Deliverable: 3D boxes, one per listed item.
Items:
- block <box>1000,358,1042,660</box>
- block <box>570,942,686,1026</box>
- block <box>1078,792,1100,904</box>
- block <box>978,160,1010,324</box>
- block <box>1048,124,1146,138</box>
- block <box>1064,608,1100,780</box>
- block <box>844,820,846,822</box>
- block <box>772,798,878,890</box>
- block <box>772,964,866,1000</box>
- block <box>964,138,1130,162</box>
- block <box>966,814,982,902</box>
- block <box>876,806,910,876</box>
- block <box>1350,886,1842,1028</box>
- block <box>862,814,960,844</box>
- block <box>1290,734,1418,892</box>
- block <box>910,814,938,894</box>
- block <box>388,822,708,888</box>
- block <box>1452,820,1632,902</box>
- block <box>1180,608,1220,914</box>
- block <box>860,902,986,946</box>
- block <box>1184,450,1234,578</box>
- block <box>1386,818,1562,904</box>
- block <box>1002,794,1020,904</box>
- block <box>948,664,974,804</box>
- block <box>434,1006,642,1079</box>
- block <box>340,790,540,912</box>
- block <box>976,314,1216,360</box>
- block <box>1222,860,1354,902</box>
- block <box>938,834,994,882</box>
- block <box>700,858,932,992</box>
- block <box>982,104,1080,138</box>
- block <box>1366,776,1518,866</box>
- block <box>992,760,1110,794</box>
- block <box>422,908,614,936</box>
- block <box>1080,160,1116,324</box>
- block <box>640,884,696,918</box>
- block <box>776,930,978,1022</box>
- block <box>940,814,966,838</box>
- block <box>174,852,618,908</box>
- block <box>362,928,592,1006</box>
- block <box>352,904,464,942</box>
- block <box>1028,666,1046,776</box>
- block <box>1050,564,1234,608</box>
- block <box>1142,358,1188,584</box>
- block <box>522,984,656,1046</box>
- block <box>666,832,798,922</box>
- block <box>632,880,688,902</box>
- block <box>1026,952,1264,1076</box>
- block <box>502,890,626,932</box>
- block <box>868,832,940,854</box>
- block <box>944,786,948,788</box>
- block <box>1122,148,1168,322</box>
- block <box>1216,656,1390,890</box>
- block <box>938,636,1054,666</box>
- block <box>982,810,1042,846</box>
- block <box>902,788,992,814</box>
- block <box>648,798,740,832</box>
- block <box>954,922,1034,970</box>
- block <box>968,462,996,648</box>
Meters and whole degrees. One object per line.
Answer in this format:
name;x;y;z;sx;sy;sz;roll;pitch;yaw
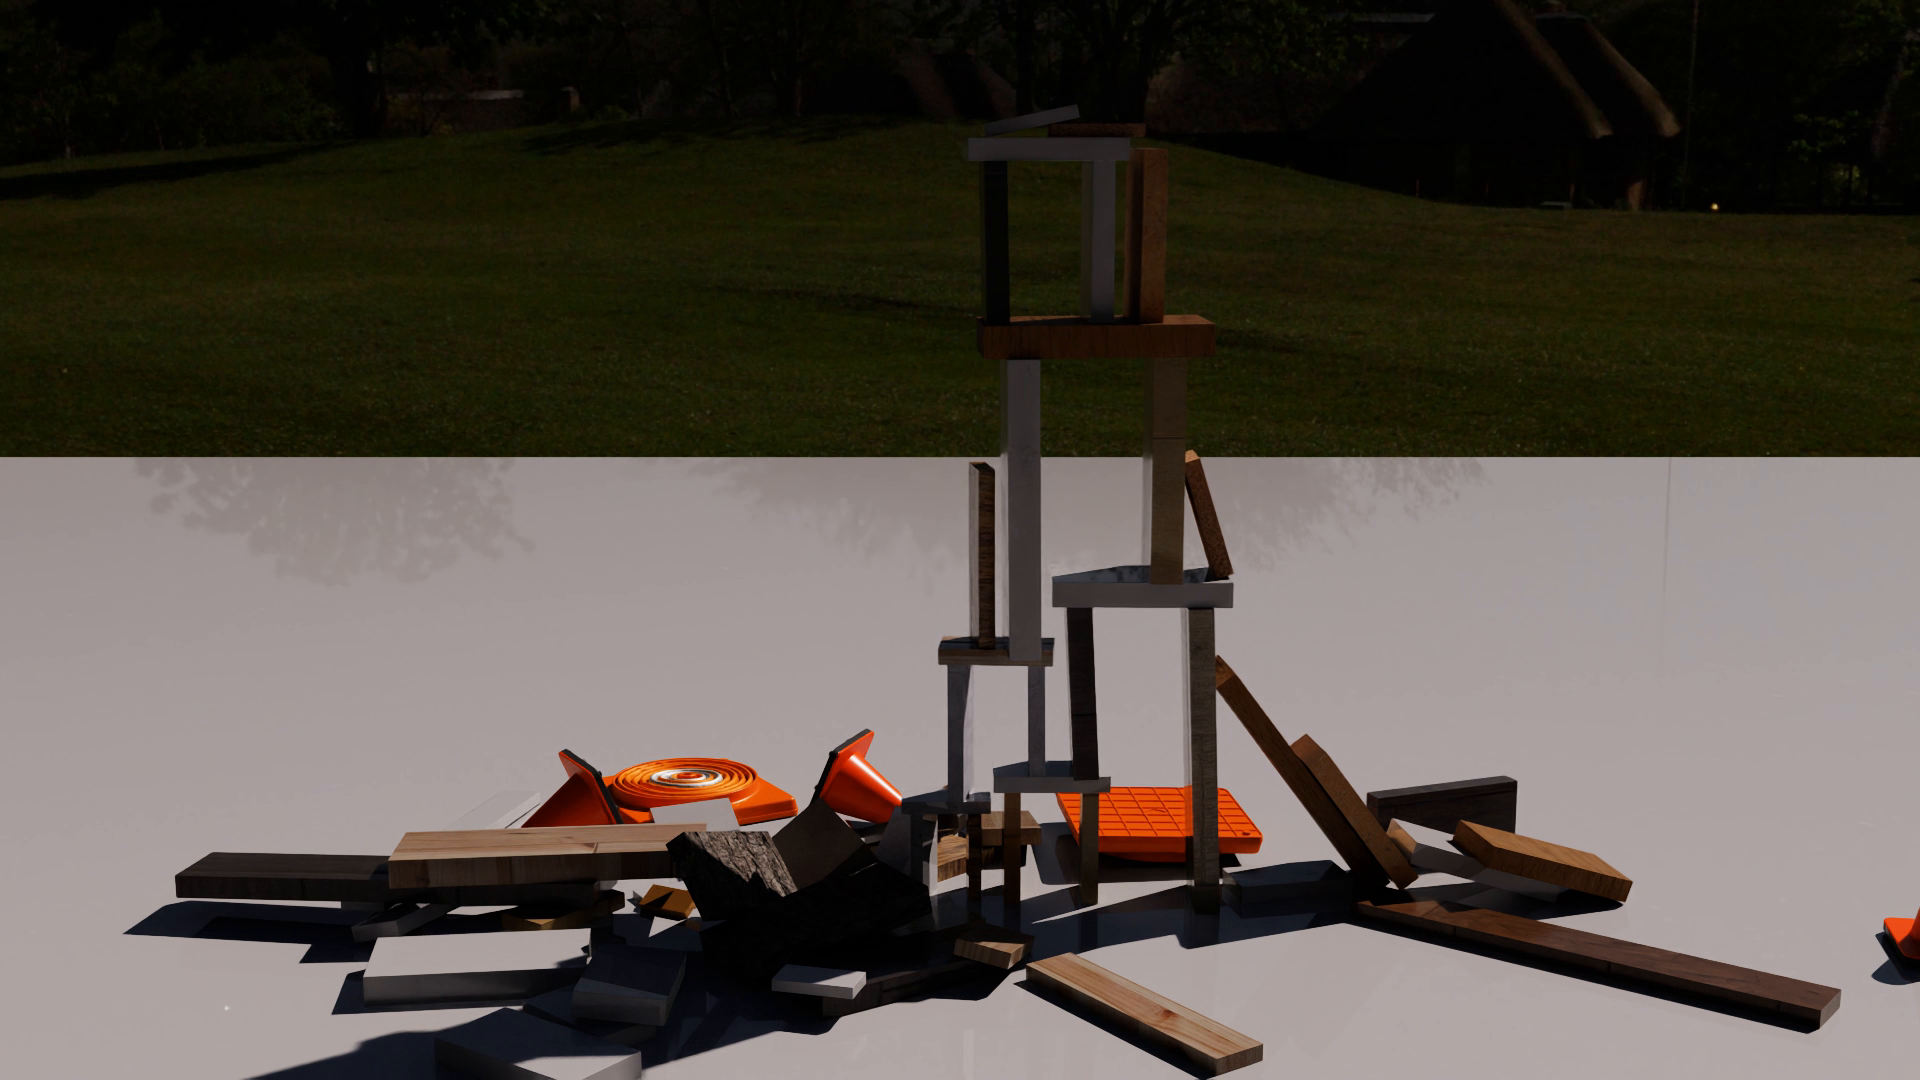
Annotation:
block;0.096;-0.060;3.513;0.051;0.475;0.180;-1;11;-3
block;-0.476;0.640;3.182;0.131;0.037;0.261;6;4;-1
block;0.213;0.497;3.648;0.027;0.191;0.095;0;11;0
block;0.054;-0.468;3.446;0.035;0.249;0.125;-2;11;-3
block;0.212;-0.636;3.416;0.146;0.021;0.073;0;11;-1
block;0.198;0.234;3.600;0.041;0.287;0.144;-3;10;1
block;-0.192;0.535;3.771;0.020;0.071;0.141;-3;11;-16
block;-0.240;0.527;3.704;0.135;0.038;0.269;-40;20;-9
block;-0.203;0.636;3.167;0.122;0.017;0.061;3;11;15
block;0.133;-0.610;3.427;0.249;0.035;0.125;-1;11;-3
block;0.023;0.518;3.654;0.021;0.148;0.074;-1;11;-3
block;-0.104;0.521;3.699;0.071;0.141;0.020;9;-23;39
block;0.954;0.631;3.373;0.741;0.028;0.098;8;13;37
block;-0.087;0.504;3.852;0.102;0.029;0.204;-4;-10;-22
block;0.650;0.449;3.640;0.038;0.266;0.133;-37;10;1
block;-0.059;0.518;3.651;0.021;0.148;0.074;3;11;18
block;-0.653;0.504;3.525;0.488;0.045;0.160;-2;9;-4
block;0.964;0.531;3.643;0.263;0.037;0.131;15;8;-15
block;0.392;0.346;3.597;0.041;0.505;0.144;-2;11;1
block;-0.062;0.614;3.465;0.187;0.027;0.094;-8;13;-35
block;0.395;-0.043;3.548;0.028;0.195;0.098;-17;10;2
block;0.853;0.533;3.661;0.263;0.037;0.131;16;8;-10
block;0.085;0.497;3.648;0.027;0.191;0.095;0;11;-1
block;0.001;0.307;3.628;0.026;0.235;0.093;2;11;11
block;-0.572;0.700;2.977;0.261;0.037;0.131;7;13;35
block;-0.892;0.534;3.838;0.074;0.021;0.670;1;8;11
block;0.211;-0.322;3.482;0.359;0.051;0.180;-1;11;-3
block;0.549;0.572;3.690;0.195;0.028;0.098;-2;11;-13
block;-0.049;0.554;3.782;0.102;0.029;0.204;10;14;43
block;-0.221;0.589;3.388;0.320;0.045;0.160;-19;19;-30
block;0.109;-0.650;3.410;0.146;0.021;0.073;-12;11;0
block;0.839;0.493;3.832;0.282;0.131;0.037;-4;11;-21
block;0.150;0.390;3.626;0.191;0.027;0.095;0;11;0
block;-0.701;0.610;3.489;0.284;0.026;0.090;-6;12;-31
block;0.217;-0.471;3.458;0.035;0.249;0.125;-1;11;-5
block;-0.473;0.589;3.585;0.091;0.013;0.045;5;40;28
block;-0.123;0.645;3.269;0.269;0.038;0.135;-7;13;-34
block;-0.013;0.496;3.993;0.085;0.024;0.170;-32;10;4
block;-0.907;0.547;3.545;0.690;0.037;0.131;0;9;7
block;-0.717;0.638;3.288;0.320;0.045;0.160;-1;11;-7
block;-0.872;0.595;3.497;0.090;0.025;0.180;-12;3;25
block;0.126;0.285;3.608;0.026;0.185;0.093;0;11;1
block;0.291;0.075;3.559;0.287;0.041;0.144;0;11;0
block;0.326;-0.122;3.525;0.051;0.359;0.180;0;11;0
block;-0.527;0.679;3.120;0.187;0.027;0.094;10;15;43
block;-0.351;0.527;3.462;0.038;0.135;0.269;-35;-19;16
block;-0.492;0.587;3.652;0.091;0.013;0.045;-6;12;-31
block;0.257;0.674;3.151;0.085;0.024;0.422;-7;13;-35
block;-0.627;0.586;3.482;0.090;0.026;0.180;8;13;36
block;-0.110;0.528;3.796;0.141;0.020;0.071;-15;-3;37
block;-0.046;0.478;4.046;0.122;0.017;0.061;-29;5;23
block;0.292;-0.481;3.464;0.038;0.266;0.133;-1;10;-7
block;0.560;0.392;3.676;0.038;0.453;0.133;-37;12;2
block;0.060;0.181;3.589;0.185;0.026;0.093;1;11;4
block;0.082;0.513;3.918;0.102;0.029;0.204;0;2;-5
block;-0.023;0.433;3.647;0.148;0.021;0.074;0;11;-1
block;-0.477;0.507;3.951;0.148;0.021;0.074;-5;46;-25
block;0.053;0.615;3.338;0.085;0.024;0.170;13;2;14
block;0.036;0.024;3.568;0.027;0.291;0.094;-2;11;-9
